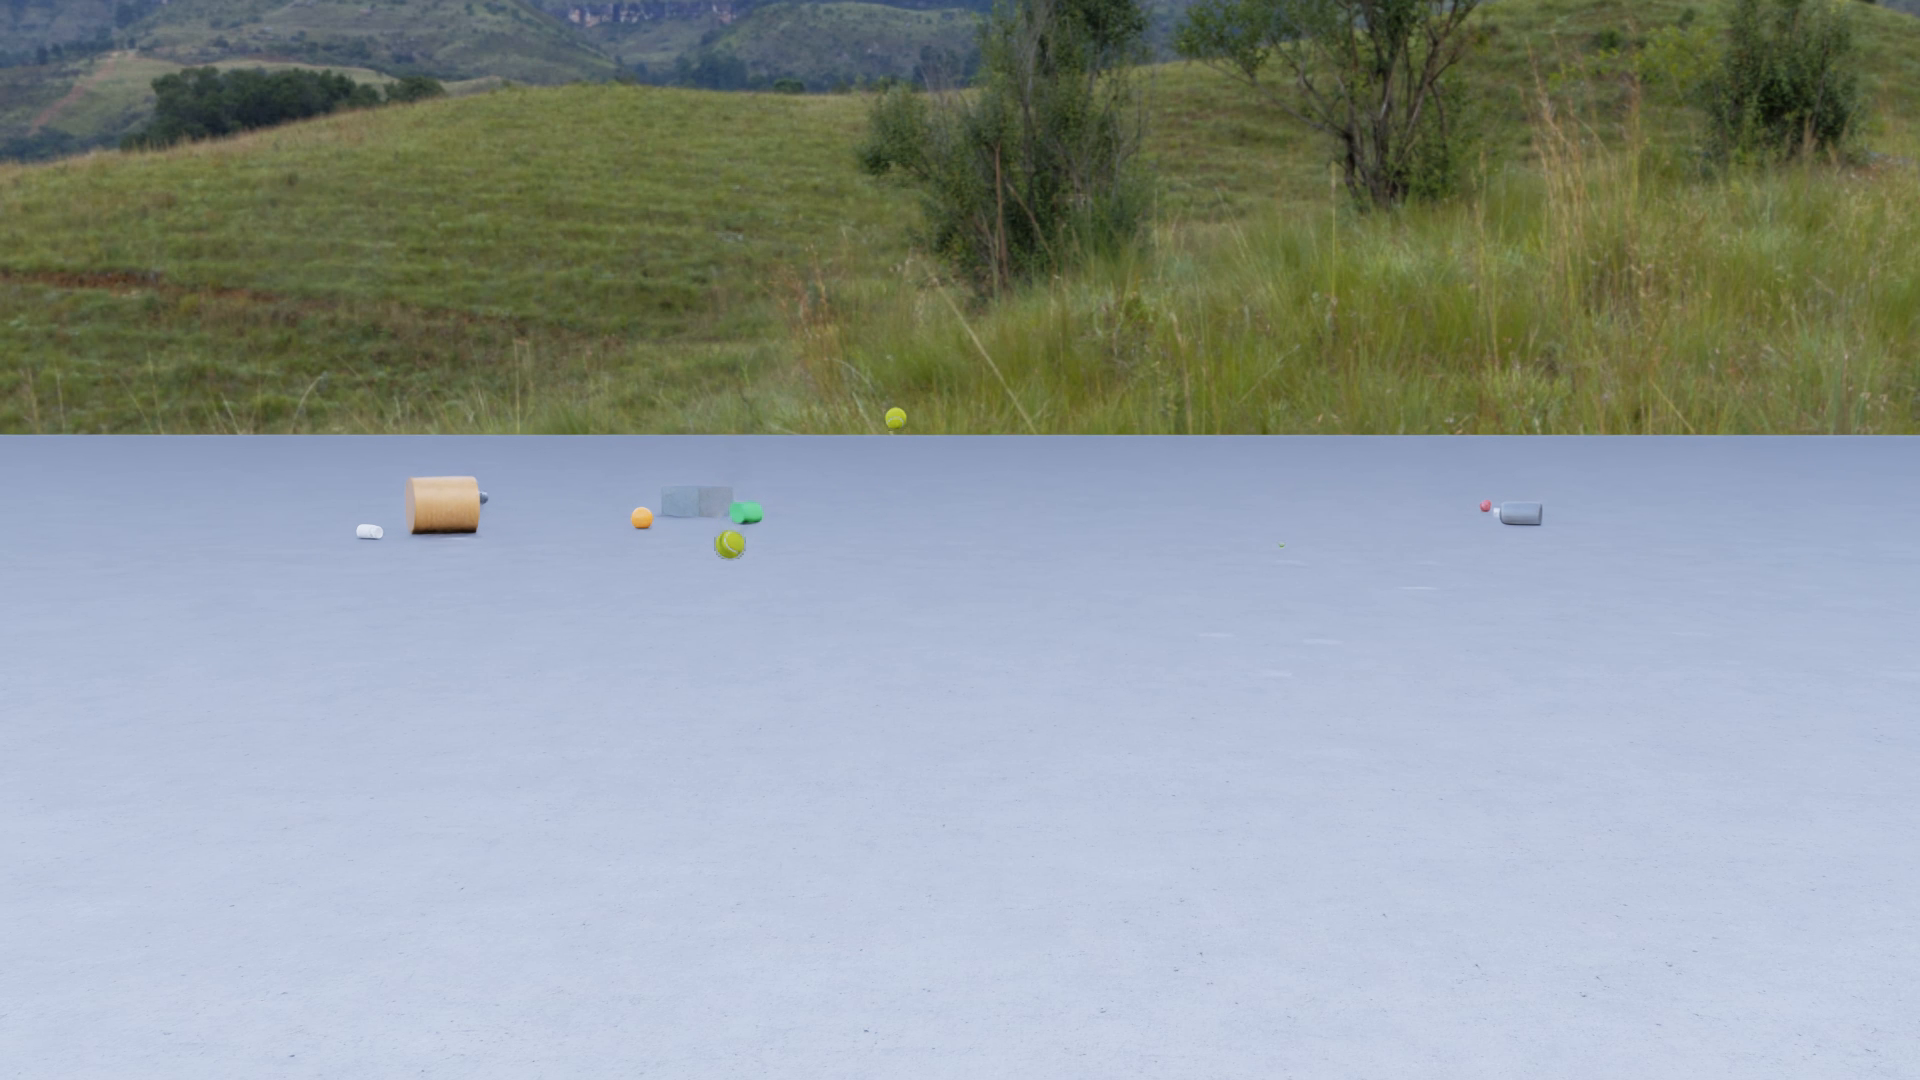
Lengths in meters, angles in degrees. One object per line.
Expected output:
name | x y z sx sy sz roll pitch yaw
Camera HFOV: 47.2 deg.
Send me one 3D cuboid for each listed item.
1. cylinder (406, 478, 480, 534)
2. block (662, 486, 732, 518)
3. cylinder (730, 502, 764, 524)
cylinder | -1.619 -0.109 6.877 0.198 0.172 0.173 -2 -26 -24
block | -0.937 -0.139 7.833 0.211 0.100 0.155 4 5 44
cylinder | -0.716 -0.093 7.374 0.073 0.070 0.096 -3 16 -37
